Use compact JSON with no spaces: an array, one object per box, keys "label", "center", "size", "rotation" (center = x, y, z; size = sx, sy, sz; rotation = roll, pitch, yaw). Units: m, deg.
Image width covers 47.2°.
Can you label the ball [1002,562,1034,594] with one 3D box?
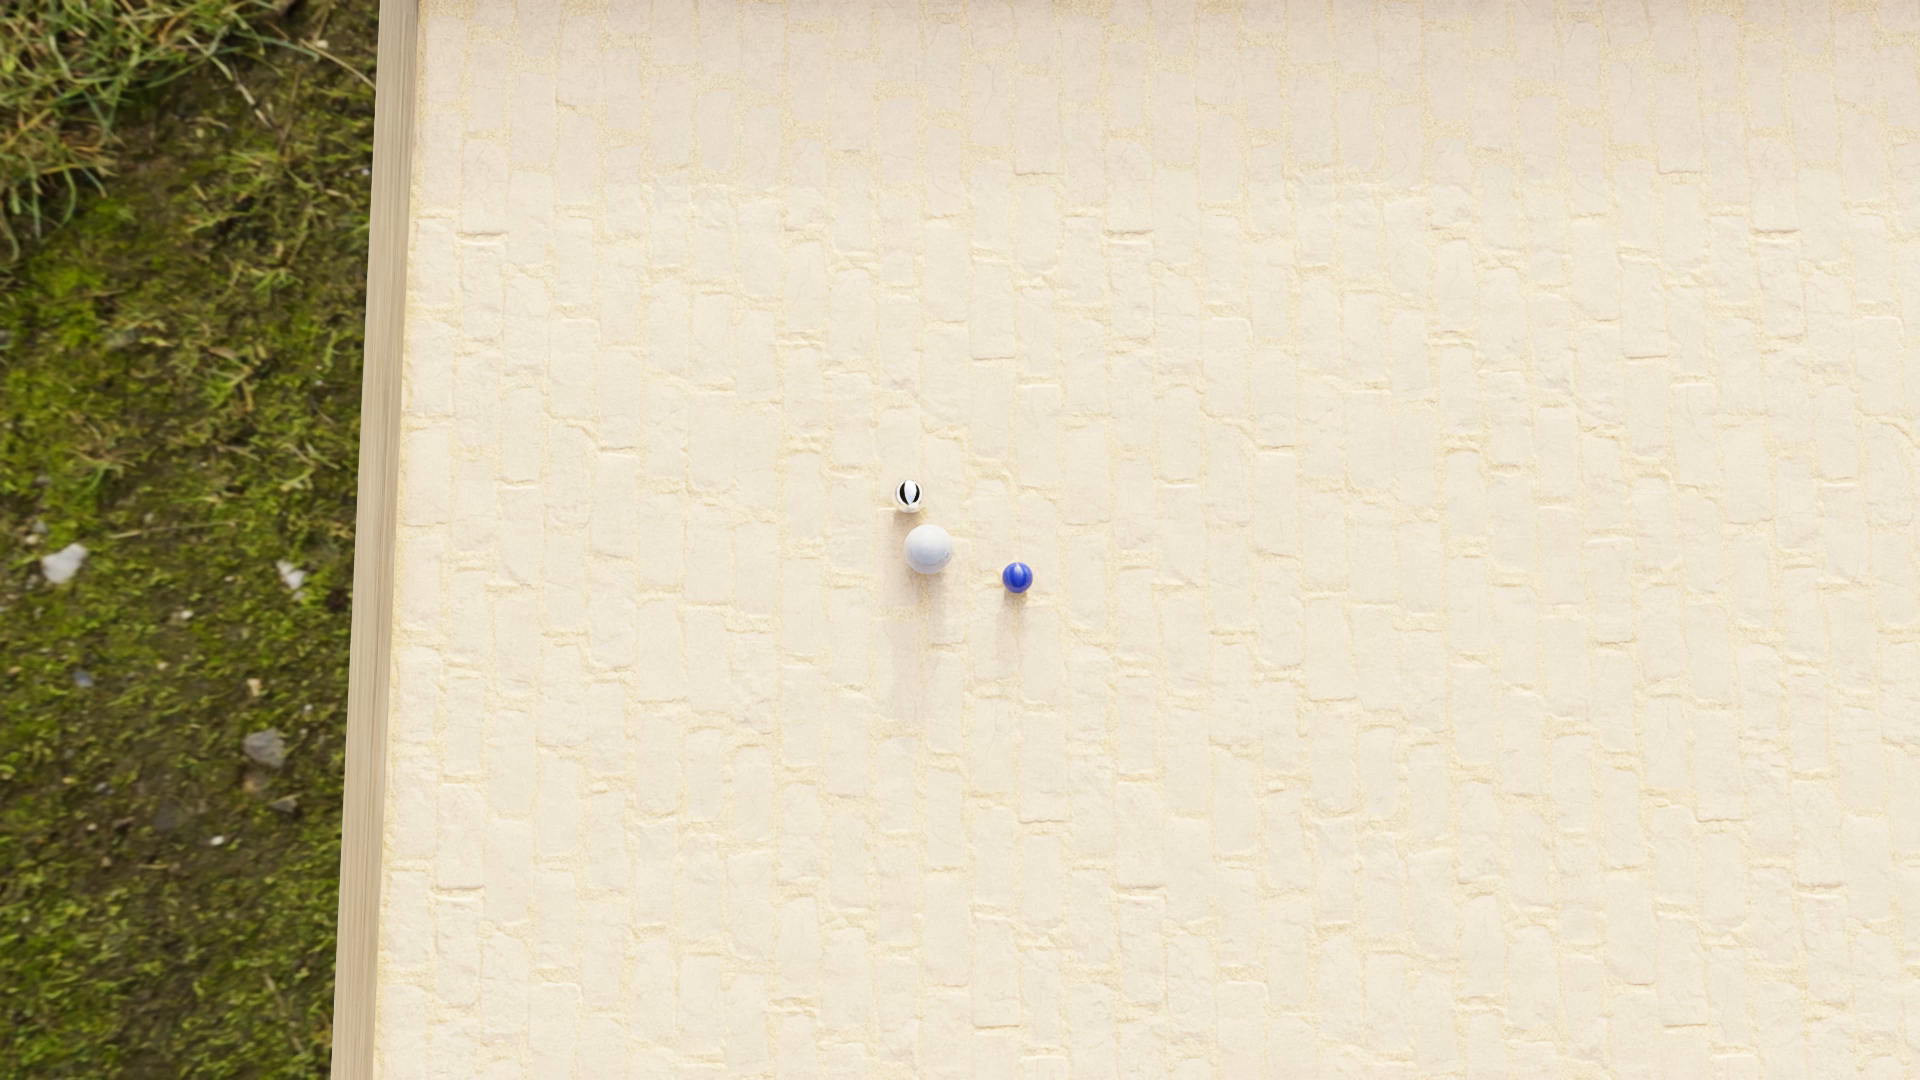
[{"label":"ball","center":[0.086,0.056,3.284],"size":[0.048,0.048,0.048],"rotation":[0,80,0]}]

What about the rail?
[{"label":"rail","center":[-0.862,-0.002,3.268],"size":[0.045,0.097,1.920],"rotation":[0,80,0]}]

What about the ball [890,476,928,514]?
[{"label":"ball","center":[-0.076,-0.068,3.301],"size":[0.057,0.057,0.057],"rotation":[0,80,0]}]

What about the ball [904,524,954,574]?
[{"label":"ball","center":[-0.047,0.014,3.278],"size":[0.075,0.075,0.075],"rotation":[0,80,0]}]
